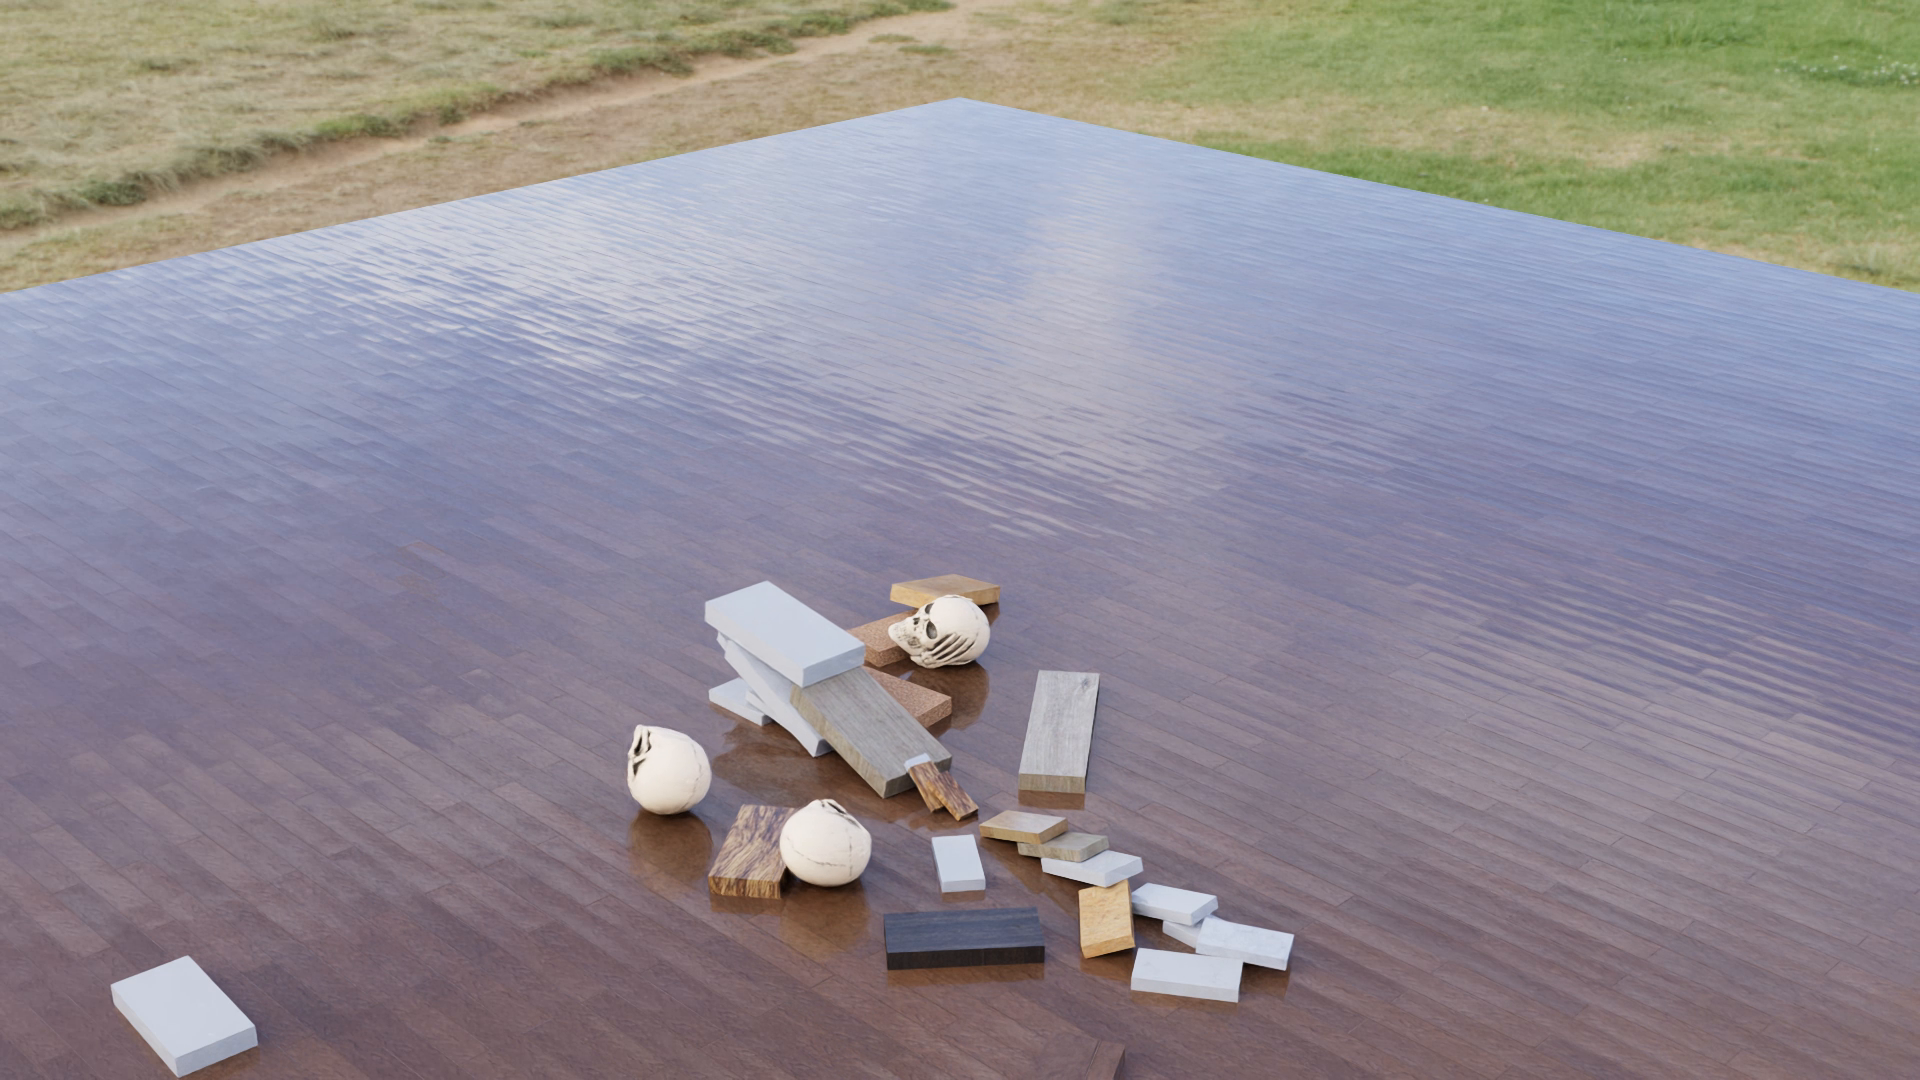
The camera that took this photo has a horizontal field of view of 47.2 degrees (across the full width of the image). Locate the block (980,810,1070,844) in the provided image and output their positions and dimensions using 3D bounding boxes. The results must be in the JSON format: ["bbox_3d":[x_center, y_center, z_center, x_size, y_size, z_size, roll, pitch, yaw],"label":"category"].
[{"bbox_3d":[0.125,0.566,4.338,0.083,0.023,0.166,-22,15,-42],"label":"block"}]

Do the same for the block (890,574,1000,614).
[{"bbox_3d":[-0.034,0.129,5.320,0.137,0.039,0.275,15,12,31],"label":"block"}]

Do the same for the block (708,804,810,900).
[{"bbox_3d":[-0.389,0.605,4.286,0.137,0.039,0.274,3,23,8],"label":"block"}]

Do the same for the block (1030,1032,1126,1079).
[{"bbox_3d":[0.178,0.902,3.588,0.129,0.036,0.257,7,24,15],"label":"block"}]

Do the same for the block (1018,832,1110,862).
[{"bbox_3d":[0.200,0.592,4.263,0.083,0.023,0.166,-19,12,-42],"label":"block"}]

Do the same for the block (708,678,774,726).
[{"bbox_3d":[-0.466,0.358,4.884,0.178,0.025,0.089,21,31,40],"label":"block"}]

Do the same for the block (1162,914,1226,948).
[{"bbox_3d":[0.460,0.724,4.026,0.163,0.023,0.081,21,31,40],"label":"block"}]

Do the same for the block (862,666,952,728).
[{"bbox_3d":[-0.171,0.352,4.881,0.279,0.040,0.140,17,28,35],"label":"block"}]

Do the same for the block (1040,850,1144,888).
[{"bbox_3d":[0.251,0.620,4.199,0.094,0.027,0.188,-17,12,-35],"label":"block"}]

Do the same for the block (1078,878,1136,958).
[{"bbox_3d":[0.270,0.696,4.051,0.094,0.027,0.188,-15,22,8],"label":"block"}]

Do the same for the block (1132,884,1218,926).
[{"bbox_3d":[0.390,0.677,4.090,0.163,0.023,0.081,3,19,44],"label":"block"}]

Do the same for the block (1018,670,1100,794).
[{"bbox_3d":[0.218,0.408,4.749,0.137,0.039,0.480,3,23,6],"label":"block"}]

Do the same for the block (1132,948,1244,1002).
[{"bbox_3d":[0.404,0.772,3.906,0.188,0.027,0.094,5,23,11],"label":"block"}]

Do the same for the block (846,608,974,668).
[{"bbox_3d":[-0.120,0.220,5.191,0.279,0.040,0.140,-17,28,-34],"label":"block"}]

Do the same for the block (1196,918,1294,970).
[{"bbox_3d":[0.513,0.727,3.959,0.163,0.023,0.081,9,26,14],"label":"block"}]

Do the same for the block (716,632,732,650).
[{"bbox_3d":[-0.457,0.259,4.898,0.089,0.025,0.178,-14,46,-34],"label":"block"}]

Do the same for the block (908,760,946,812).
[{"bbox_3d":[-0.058,0.503,4.482,0.053,0.015,0.106,-12,59,-33],"label":"block"}]

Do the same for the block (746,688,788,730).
[{"bbox_3d":[-0.377,0.365,4.813,0.178,0.025,0.089,32,37,34],"label":"block"}]

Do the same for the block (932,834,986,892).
[{"bbox_3d":[-0.004,0.625,4.257,0.083,0.023,0.166,-3,23,-7],"label":"block"}]

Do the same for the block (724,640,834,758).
[{"bbox_3d":[-0.343,0.321,4.796,0.173,0.049,0.346,-18,48,-37],"label":"block"}]

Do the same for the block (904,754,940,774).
[{"bbox_3d":[-0.065,0.491,4.510,0.053,0.015,0.106,-18,64,-36],"label":"block"}]

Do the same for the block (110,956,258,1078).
[{"bbox_3d":[-1.337,0.817,3.785,0.139,0.040,0.279,-19,29,-37],"label":"block"}]

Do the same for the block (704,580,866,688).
[{"bbox_3d":[-0.386,0.203,4.826,0.173,0.049,0.346,-20,36,-39],"label":"block"}]

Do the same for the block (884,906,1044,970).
[{"bbox_3d":[0.006,0.725,4.005,0.283,0.036,0.129,-2,23,-4],"label":"block"}]

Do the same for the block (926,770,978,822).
[{"bbox_3d":[-0.015,0.519,4.459,0.053,0.015,0.106,-21,57,-40],"label":"block"}]

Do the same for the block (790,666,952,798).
[{"bbox_3d":[-0.190,0.399,4.645,0.173,0.049,0.346,-17,43,-35],"label":"block"}]
